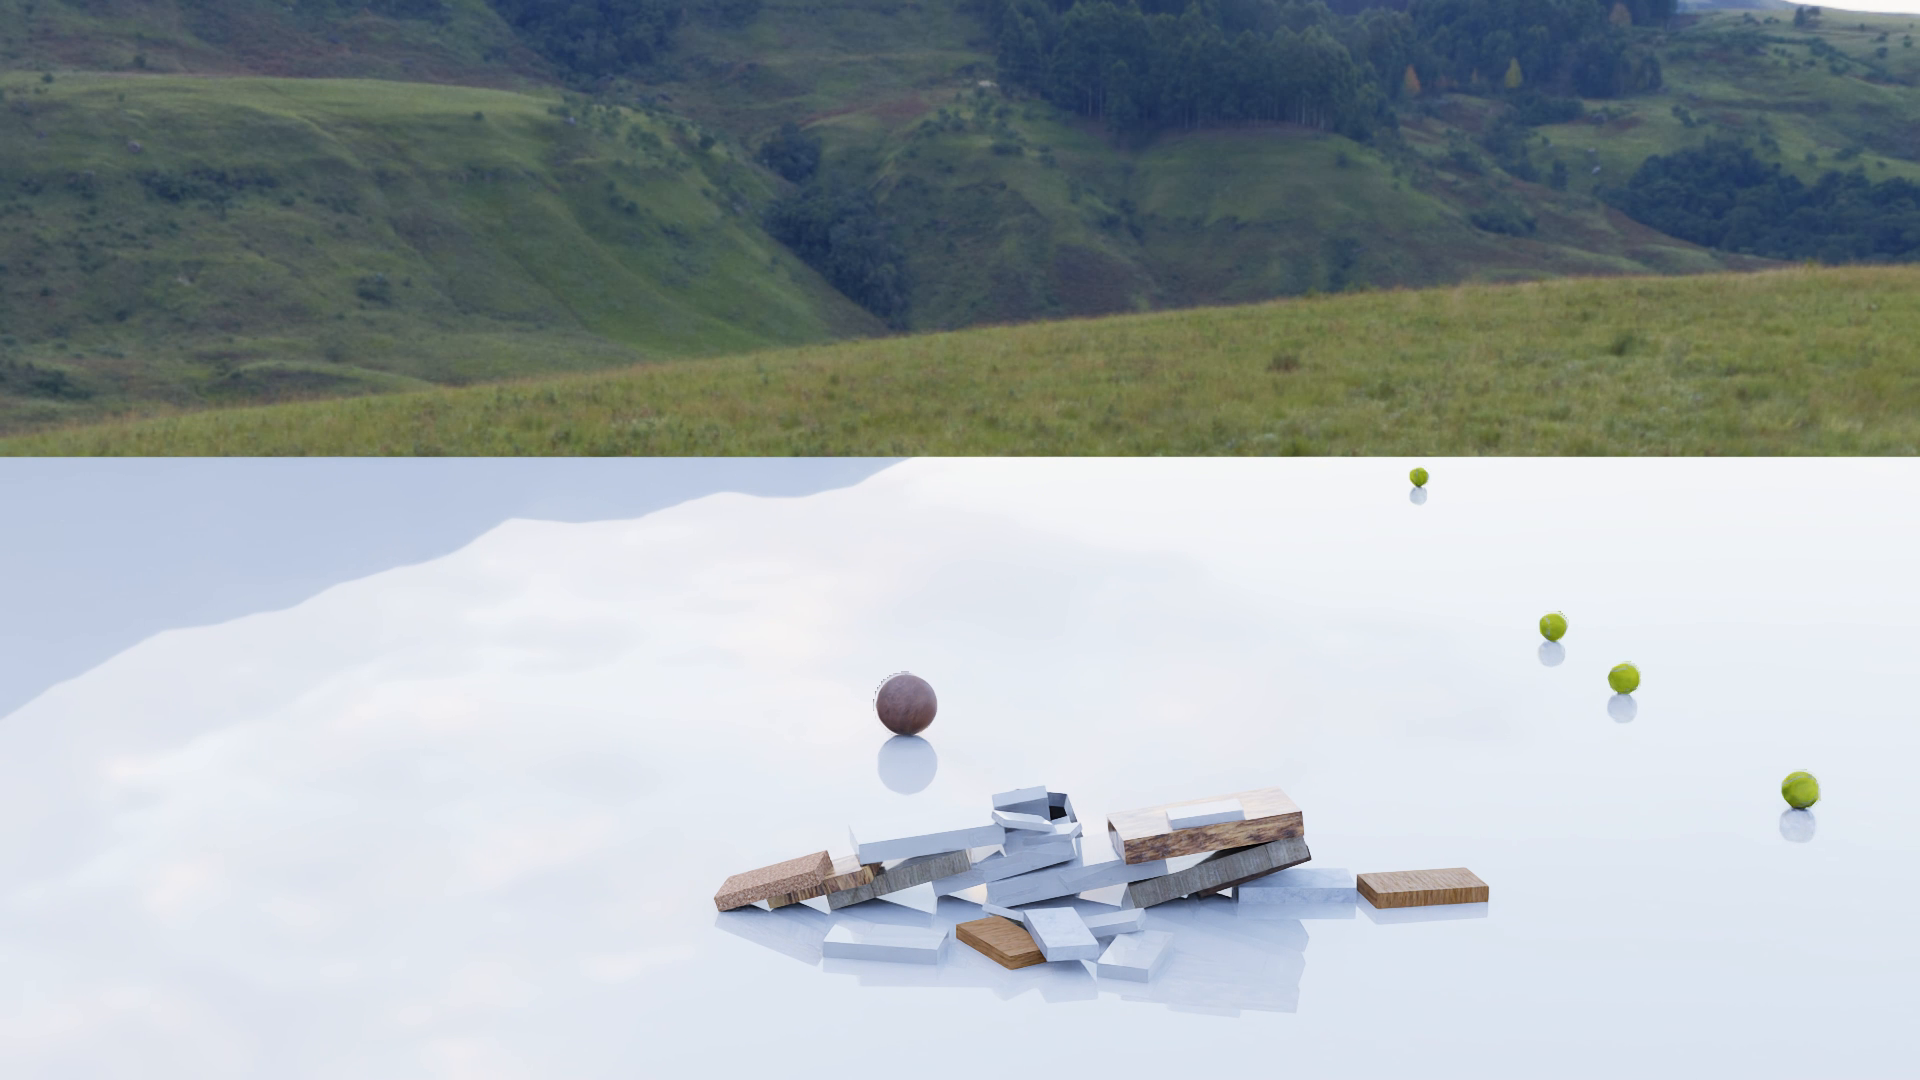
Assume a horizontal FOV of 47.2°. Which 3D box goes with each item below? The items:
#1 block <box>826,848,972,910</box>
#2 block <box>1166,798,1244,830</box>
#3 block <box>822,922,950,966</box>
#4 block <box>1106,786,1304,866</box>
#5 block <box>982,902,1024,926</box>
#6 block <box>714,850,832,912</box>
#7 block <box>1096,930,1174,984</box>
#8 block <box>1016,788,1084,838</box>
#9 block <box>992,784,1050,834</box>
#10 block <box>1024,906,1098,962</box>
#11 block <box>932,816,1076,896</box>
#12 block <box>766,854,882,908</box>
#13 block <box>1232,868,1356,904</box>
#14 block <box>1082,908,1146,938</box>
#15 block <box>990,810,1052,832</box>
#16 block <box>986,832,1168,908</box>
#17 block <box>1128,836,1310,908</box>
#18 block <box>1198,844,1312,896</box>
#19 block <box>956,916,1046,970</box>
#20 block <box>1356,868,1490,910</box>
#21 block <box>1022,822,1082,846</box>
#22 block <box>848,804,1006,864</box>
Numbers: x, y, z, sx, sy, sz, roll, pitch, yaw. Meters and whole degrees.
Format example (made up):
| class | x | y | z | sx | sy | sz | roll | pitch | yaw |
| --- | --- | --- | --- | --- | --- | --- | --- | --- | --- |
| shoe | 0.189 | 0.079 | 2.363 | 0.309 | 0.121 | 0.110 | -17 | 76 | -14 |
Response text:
| class | x | y | z | sx | sy | sz | roll | pitch | yaw |
| --- | --- | --- | --- | --- | --- | --- | --- | --- | --- |
| block | -0.101 | 0.543 | 3.640 | 0.240 | 0.034 | 0.120 | -17 | 10 | 3 |
| block | 0.397 | 0.445 | 3.567 | 0.120 | 0.017 | 0.060 | -8 | 10 | -2 |
| block | -0.114 | 0.625 | 3.411 | 0.180 | 0.025 | 0.090 | 2 | 11 | 11 |
| block | 0.400 | 0.467 | 3.607 | 0.295 | 0.042 | 0.148 | -9 | 10 | -6 |
| block | 0.084 | 0.601 | 3.513 | 0.091 | 0.013 | 0.045 | 8 | -18 | 38 |
| block | -0.306 | 0.558 | 3.602 | 0.180 | 0.025 | 0.090 | -17 | 10 | 13 |
| block | 0.269 | 0.635 | 3.367 | 0.080 | 0.023 | 0.159 | 4 | 11 | 19 |
| block | 0.156 | 0.490 | 3.796 | 0.091 | 0.183 | 0.026 | 4 | 55 | 19 |
| block | 0.108 | 0.489 | 3.727 | 0.091 | 0.183 | 0.026 | -10 | 46 | -2 |
| block | 0.155 | 0.607 | 3.391 | 0.080 | 0.023 | 0.159 | -2 | 11 | -11 |
| block | 0.072 | 0.524 | 3.651 | 0.240 | 0.034 | 0.120 | -16 | 10 | 4 |
| block | -0.222 | 0.555 | 3.608 | 0.180 | 0.026 | 0.090 | -17 | 10 | 15 |
| block | 0.556 | 0.576 | 3.668 | 0.194 | 0.027 | 0.097 | 0 | 11 | 0 |
| block | 0.228 | 0.605 | 3.458 | 0.120 | 0.017 | 0.060 | -12 | 6 | 18 |
| block | 0.101 | 0.460 | 3.600 | 0.091 | 0.013 | 0.045 | 10 | 8 | -28 |
| block | 0.191 | 0.541 | 3.654 | 0.295 | 0.042 | 0.148 | -12 | 10 | 2 |
| block | 0.421 | 0.527 | 3.651 | 0.295 | 0.042 | 0.148 | -18 | 10 | 3 |
| block | 0.482 | 0.539 | 3.675 | 0.194 | 0.027 | 0.097 | -18 | 10 | -1 |
| block | 0.069 | 0.625 | 3.418 | 0.080 | 0.023 | 0.159 | -6 | 12 | -30 |
| block | 0.768 | 0.578 | 3.657 | 0.193 | 0.027 | 0.097 | -2 | 11 | -10 |
| block | 0.151 | 0.483 | 3.611 | 0.091 | 0.013 | 0.045 | -11 | 12 | 30 |
| block | -0.056 | 0.483 | 3.625 | 0.240 | 0.034 | 0.120 | -7 | 11 | -10 |
